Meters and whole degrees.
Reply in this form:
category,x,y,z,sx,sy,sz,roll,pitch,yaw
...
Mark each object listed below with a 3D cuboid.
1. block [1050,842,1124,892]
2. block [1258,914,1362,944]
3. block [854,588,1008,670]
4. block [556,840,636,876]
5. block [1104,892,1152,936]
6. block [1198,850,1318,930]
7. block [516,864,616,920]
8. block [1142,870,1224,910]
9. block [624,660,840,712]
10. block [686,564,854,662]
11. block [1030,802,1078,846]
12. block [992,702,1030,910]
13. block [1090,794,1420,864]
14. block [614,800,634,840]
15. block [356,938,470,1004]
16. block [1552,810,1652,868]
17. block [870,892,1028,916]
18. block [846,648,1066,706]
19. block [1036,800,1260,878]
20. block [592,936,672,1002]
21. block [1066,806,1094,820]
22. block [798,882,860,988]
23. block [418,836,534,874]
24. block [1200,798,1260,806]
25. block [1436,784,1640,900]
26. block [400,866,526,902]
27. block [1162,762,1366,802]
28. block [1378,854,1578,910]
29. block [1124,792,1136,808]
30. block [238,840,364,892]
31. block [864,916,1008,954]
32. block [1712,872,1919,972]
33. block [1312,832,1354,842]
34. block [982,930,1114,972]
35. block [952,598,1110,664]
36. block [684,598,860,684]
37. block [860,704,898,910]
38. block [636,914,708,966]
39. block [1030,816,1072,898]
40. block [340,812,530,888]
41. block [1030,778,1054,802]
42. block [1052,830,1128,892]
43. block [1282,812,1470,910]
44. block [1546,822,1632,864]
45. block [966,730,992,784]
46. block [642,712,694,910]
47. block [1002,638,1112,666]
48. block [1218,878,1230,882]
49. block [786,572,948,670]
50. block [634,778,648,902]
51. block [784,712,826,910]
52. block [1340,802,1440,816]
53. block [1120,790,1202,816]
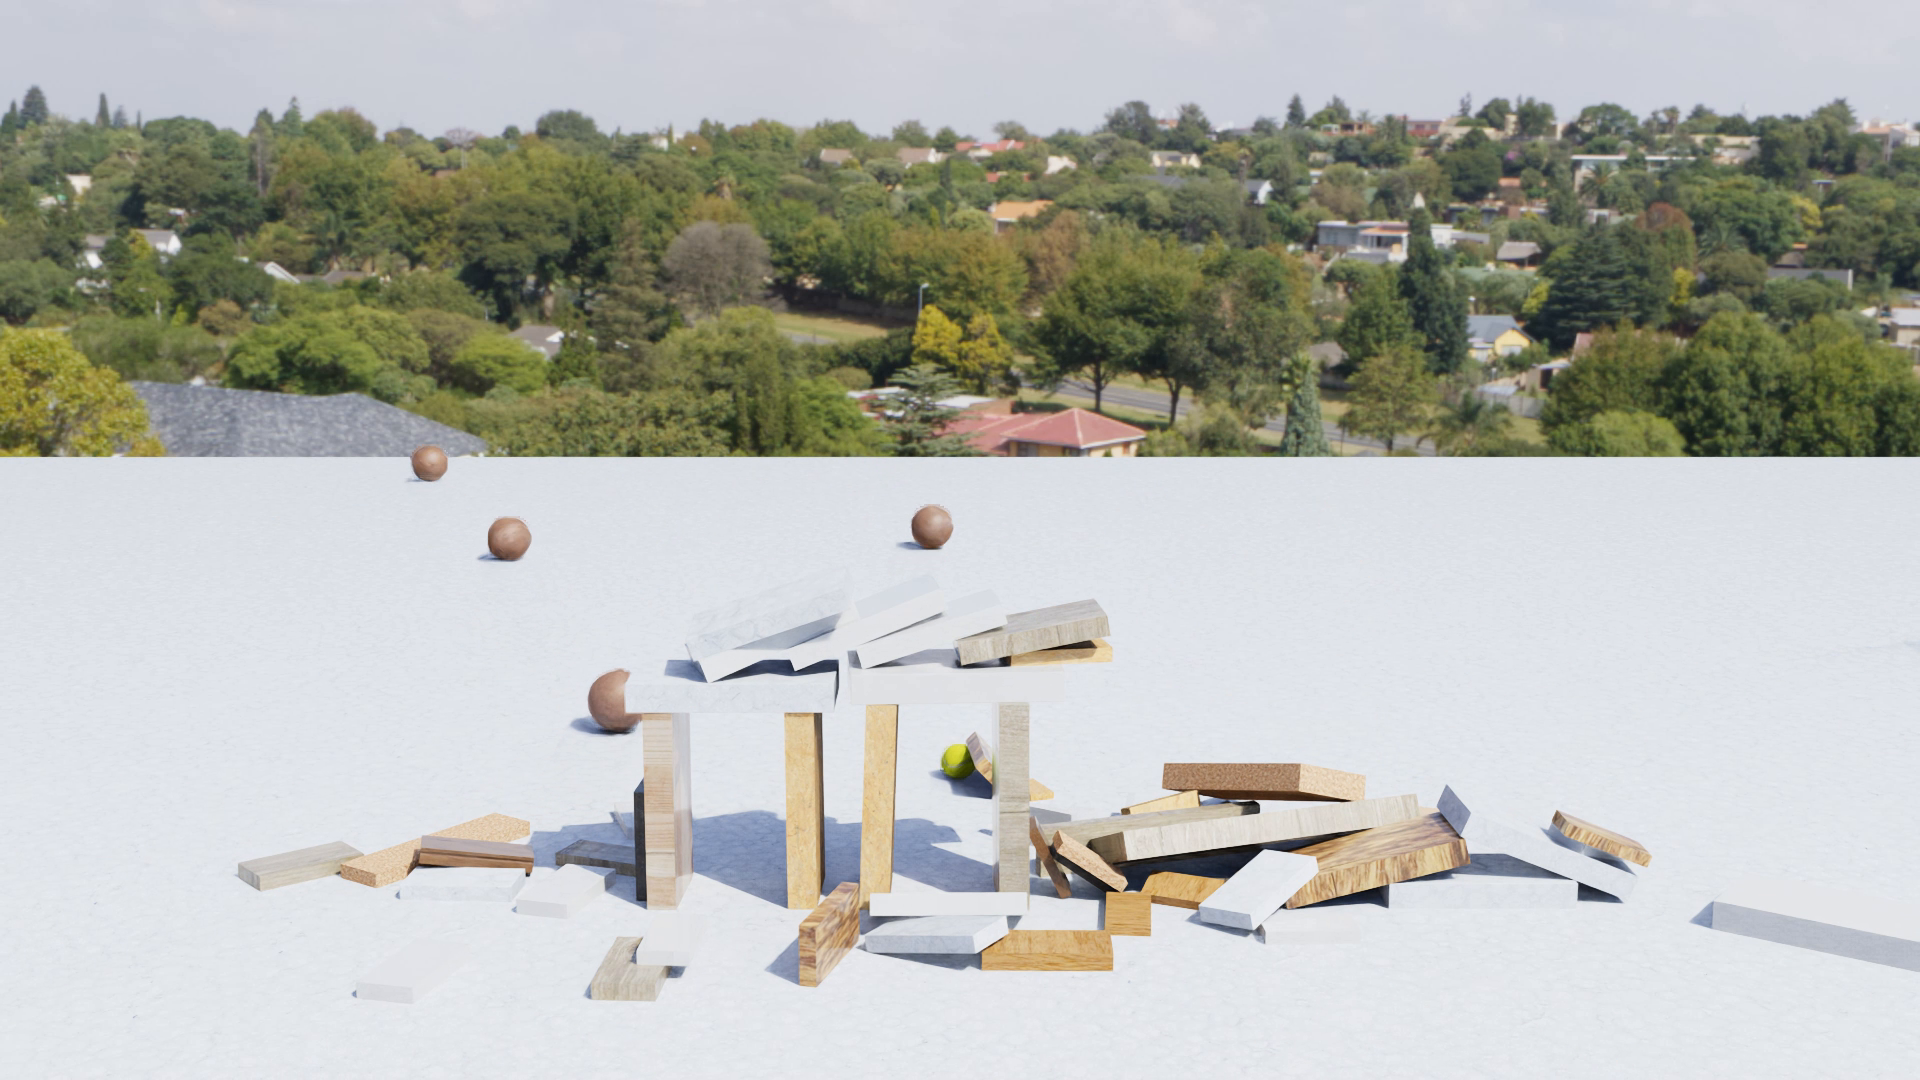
category,x,y,z,sx,sy,sz,roll,pitch,yaw
block,0.211,0.547,3.659,0.131,0.018,0.065,34,8,-7
block,0.551,0.615,3.476,0.150,0.021,0.075,0,11,-3
block,-0.053,0.145,3.616,0.247,0.035,0.123,-17,12,-4
block,-0.612,0.551,3.815,0.159,0.023,0.080,4,11,22
block,0.272,0.602,3.545,0.073,0.021,0.146,1,11,5
block,0.483,0.563,3.554,0.099,0.028,0.199,2,22,42
block,-0.651,0.581,3.644,0.091,0.026,0.182,3,11,16
block,0.367,0.578,3.625,0.125,0.018,0.063,5,32,24
block,-0.369,0.238,3.604,0.334,0.047,0.167,0,11,0
block,-0.307,0.116,3.572,0.268,0.038,0.134,-19,16,5
block,0.141,0.508,3.910,0.146,0.073,0.021,7,13,33
block,0.083,0.419,3.642,0.049,0.346,0.173,-1,11,-3
block,0.505,0.496,3.760,0.538,0.048,0.168,-5,-11,-17
block,-0.582,0.511,4.031,0.080,0.023,0.159,-3,11,-17
block,-0.818,0.646,3.298,0.091,0.026,0.182,3,11,14
block,1.057,0.492,3.622,0.150,0.021,0.075,22,10,-5
block,-0.019,0.581,3.510,0.247,0.035,0.123,0,-9,-1
block,-0.010,0.223,3.615,0.346,0.049,0.173,-1,11,-5
block,0.329,0.518,3.822,0.417,0.086,0.024,-4,11,-20
block,-0.487,0.644,3.306,0.095,0.027,0.189,1,11,3
block,0.211,0.512,4.054,0.048,0.014,0.095,4,11,21
block,-0.199,0.600,3.355,0.027,0.095,0.200,3,11,16
block,-0.828,0.538,3.768,0.189,0.027,0.095,7,4,-14
block,0.484,0.501,4.090,0.146,0.021,0.073,-10,15,-44
block,0.961,0.502,3.669,0.307,0.043,0.153,21,10,-7
block,-0.830,0.575,3.676,0.186,0.026,0.093,1,11,4
block,0.541,0.434,3.938,0.168,0.048,0.337,14,-13,-37
block,0.855,0.568,3.668,0.307,0.043,0.153,0,11,0
block,0.311,0.499,4.026,0.014,0.048,0.095,2,11,9
block,-1.128,0.558,3.769,0.186,0.026,0.093,-9,14,-39
block,-0.036,0.608,3.394,0.199,0.028,0.099,-6,6,32
block,1.384,0.603,3.470,0.337,0.048,0.168,8,13,35
block,0.701,0.531,3.914,0.095,0.027,0.190,-5,12,-25
block,0.133,0.630,3.377,0.199,0.028,0.099,0,11,1
block,0.113,0.149,3.611,0.247,0.035,0.123,-11,13,-4
block,-0.309,0.148,3.607,0.268,0.038,0.134,-24,16,-12
block,-0.133,0.418,3.643,0.049,0.346,0.173,2,11,0
block,-0.439,0.609,3.357,0.080,0.023,0.159,1,11,3
block,0.147,0.528,3.662,0.018,0.130,0.065,-26,10,4
block,-0.915,0.542,3.857,0.091,0.026,0.350,7,13,35
block,0.139,0.480,4.224,0.048,0.014,0.095,-4,11,-21
block,0.214,0.530,3.632,0.131,0.018,0.065,33,7,-10
block,0.677,0.531,3.659,0.307,0.043,0.153,-14,10,1
block,1.055,0.505,3.671,0.150,0.021,0.075,14,13,-40
block,0.061,0.436,4.256,0.027,0.095,0.190,-43,11,3
block,-0.483,0.425,3.641,0.047,0.334,0.167,1,11,3
block,0.158,0.183,3.631,0.171,0.024,0.086,-2,11,-12
block,0.462,0.582,3.662,0.125,0.018,0.063,1,11,4
block,-0.159,0.133,3.625,0.268,0.038,0.134,-22,13,-4
block,-0.519,0.496,3.662,0.026,0.186,0.093,1,11,3
block,-0.256,0.424,3.646,0.047,0.334,0.167,0,11,1
block,0.792,0.502,3.980,0.190,0.027,0.095,7,7,-11
block,0.362,0.502,3.901,0.171,0.086,0.024,-9,-3,-39
